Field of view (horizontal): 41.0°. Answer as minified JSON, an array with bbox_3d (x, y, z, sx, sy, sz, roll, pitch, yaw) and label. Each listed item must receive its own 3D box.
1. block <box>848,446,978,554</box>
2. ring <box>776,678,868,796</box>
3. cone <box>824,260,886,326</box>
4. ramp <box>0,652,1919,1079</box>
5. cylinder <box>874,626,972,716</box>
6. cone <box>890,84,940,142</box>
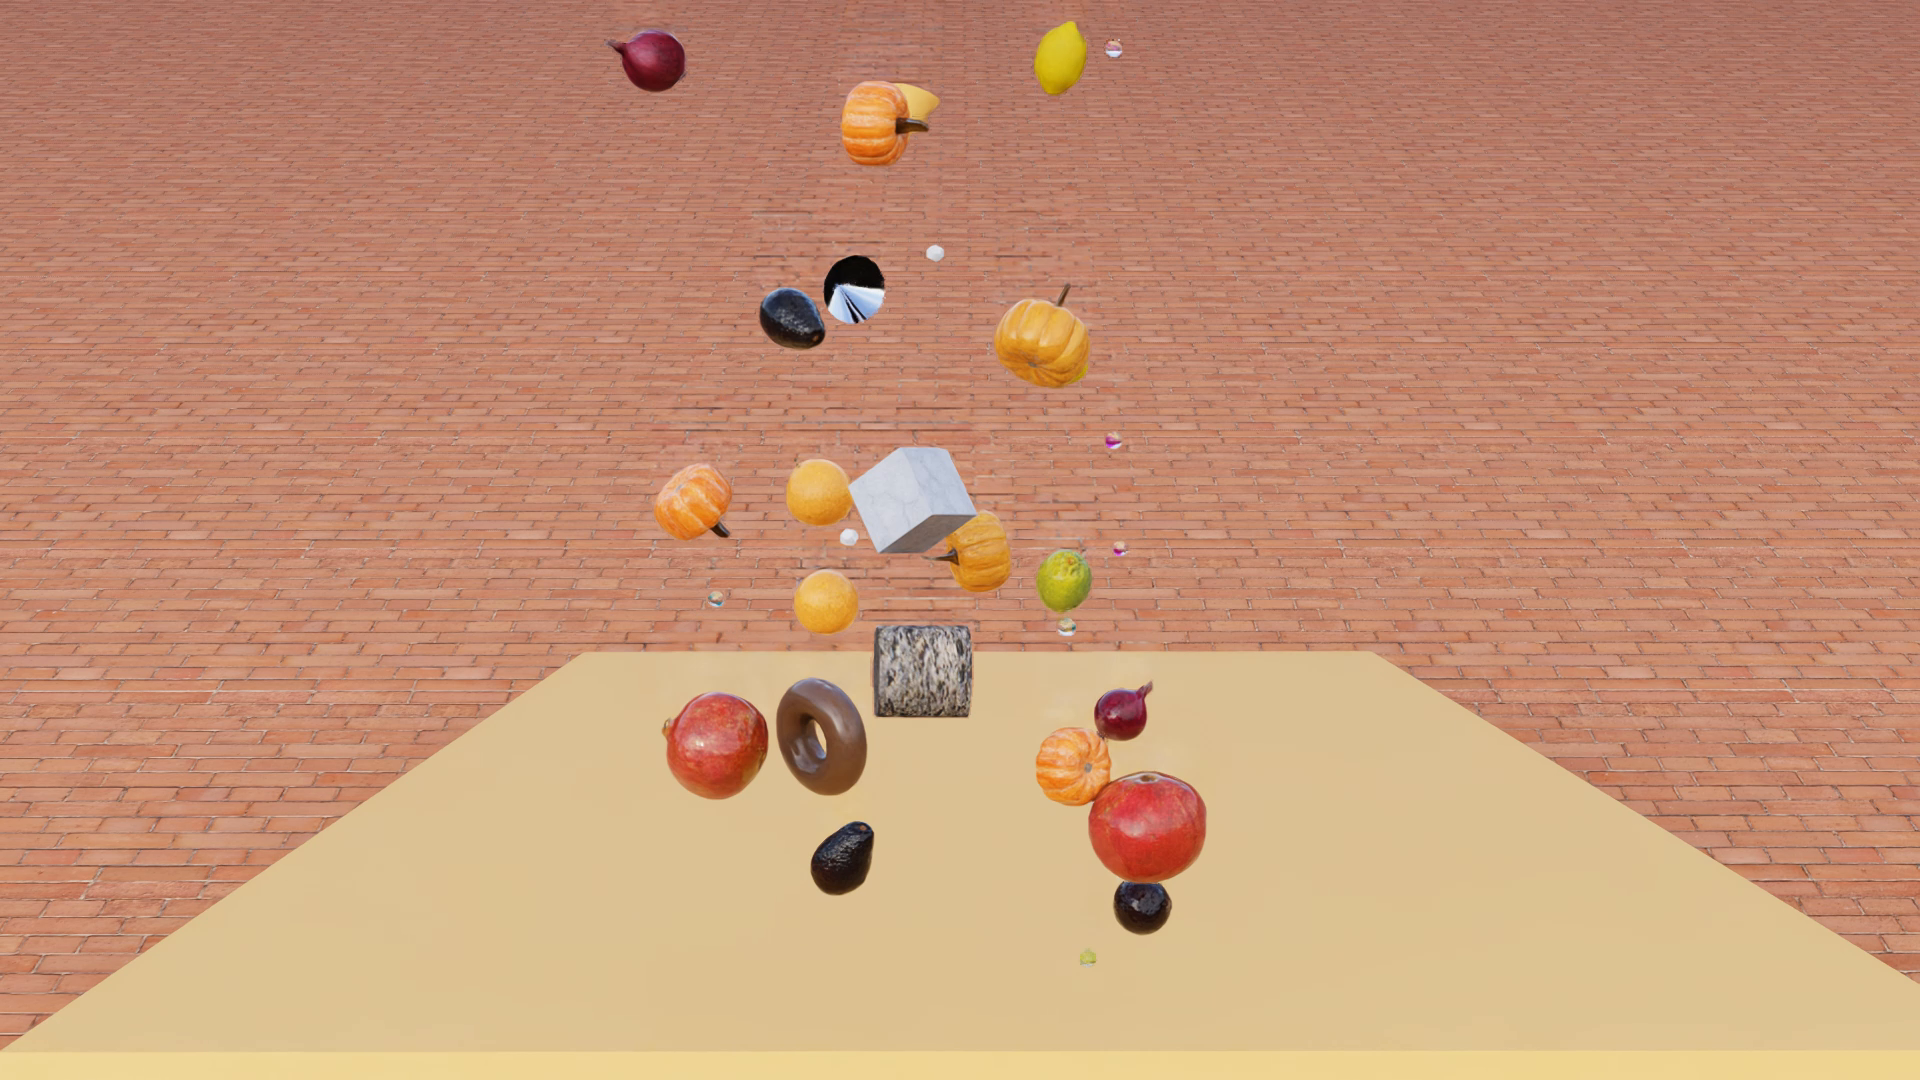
[{"bbox_3d":[-0.047,-0.039,2.559,0.077,0.077,0.077,-35,-19,30],"label":"block"},{"bbox_3d":[-0.158,0.224,2.918,0.046,0.137,0.137,-16,26,-40],"label":"ring"},{"bbox_3d":[-0.112,-0.237,2.386,0.062,0.062,0.062,-12,25,-28],"label":"cone"},{"bbox_3d":[0.049,0.444,4.532,2.000,0.100,4.000,0,3,0],"label":"ramp"},{"bbox_3d":[-0.039,0.135,2.647,0.094,0.094,0.094,0,21,-6],"label":"cylinder"},{"bbox_3d":[-0.050,-0.401,2.443,0.050,0.050,0.050,17,-5,2],"label":"cone"}]
